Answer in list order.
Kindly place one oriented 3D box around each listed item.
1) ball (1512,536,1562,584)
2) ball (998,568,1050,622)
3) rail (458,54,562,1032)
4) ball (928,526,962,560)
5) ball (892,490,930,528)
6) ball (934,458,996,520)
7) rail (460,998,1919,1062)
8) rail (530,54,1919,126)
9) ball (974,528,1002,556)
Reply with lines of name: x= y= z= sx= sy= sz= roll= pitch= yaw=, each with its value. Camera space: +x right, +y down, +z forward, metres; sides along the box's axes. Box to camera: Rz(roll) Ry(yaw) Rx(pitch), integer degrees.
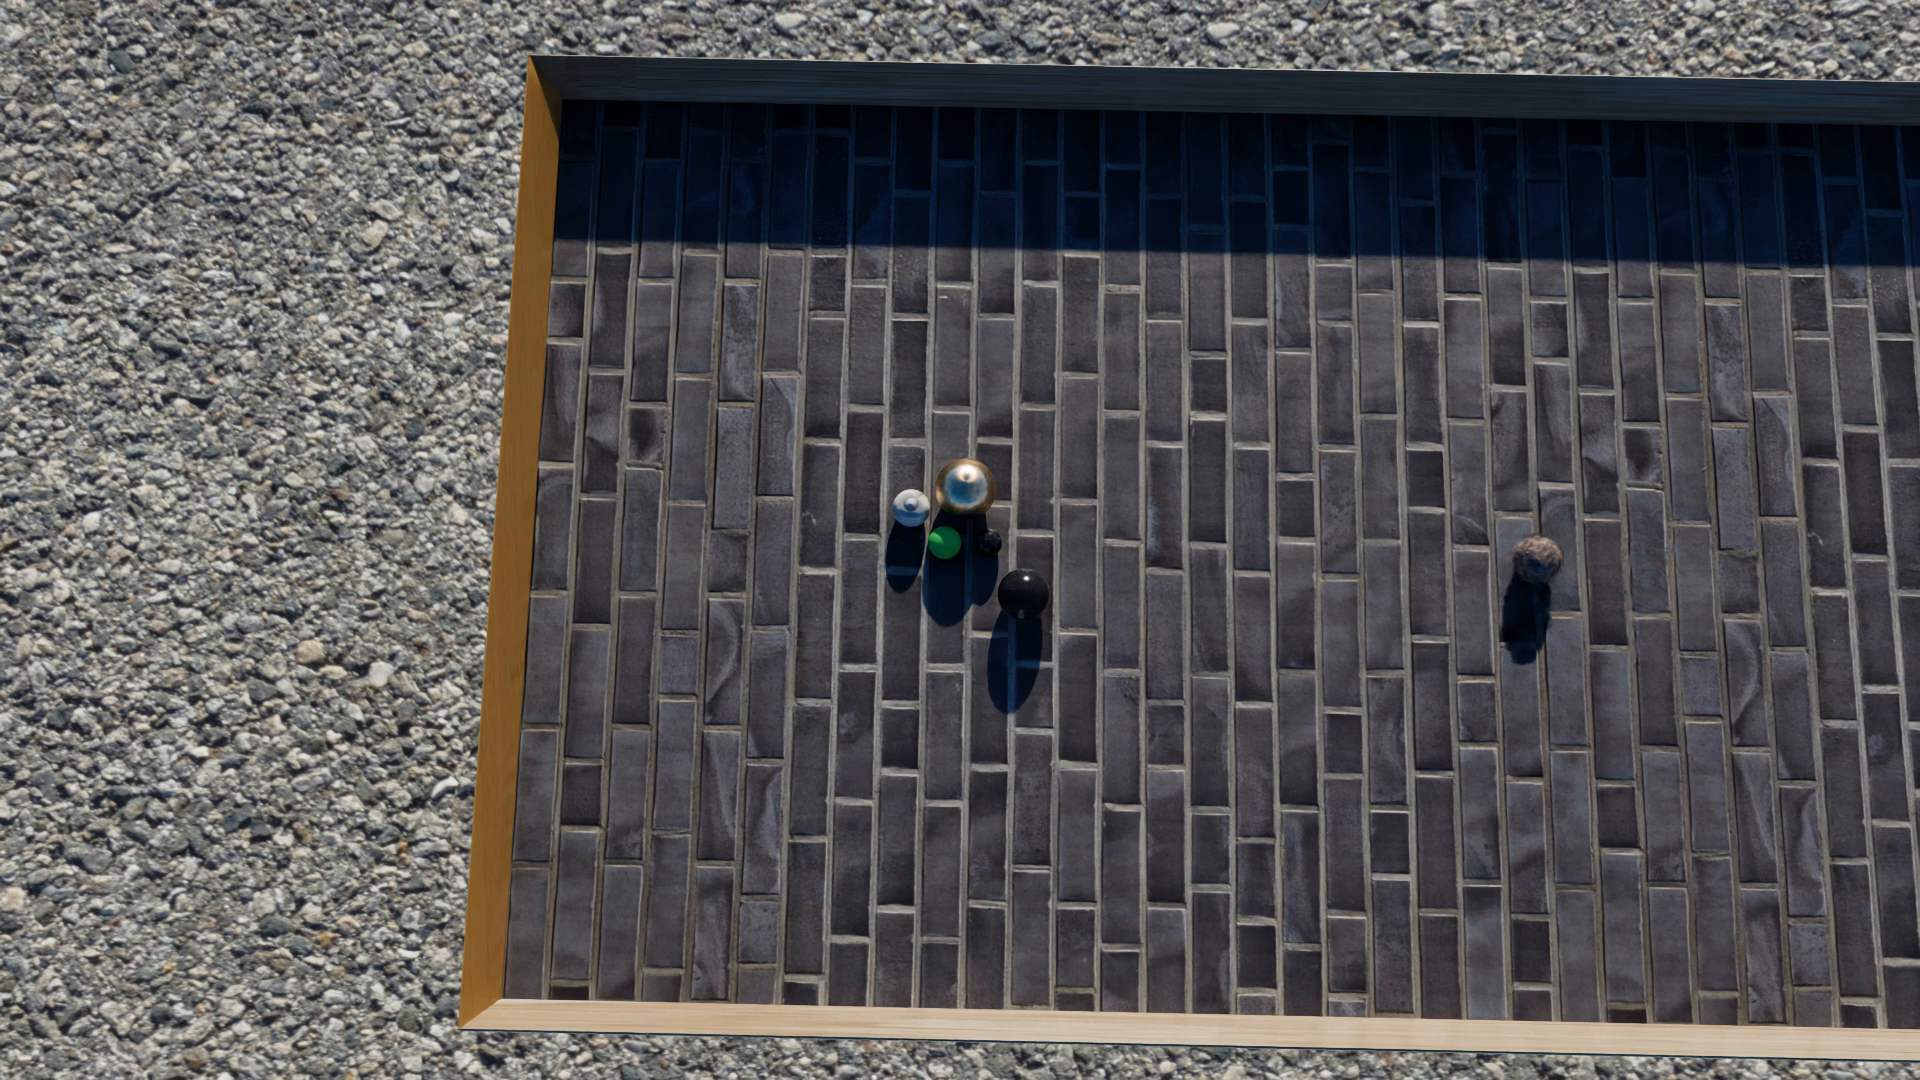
ball: x=0.871 y=0.030 z=3.315 sx=0.072 sy=0.072 sz=0.072 roll=0 pitch=77 yaw=0
ball: x=0.096 y=0.082 z=3.299 sx=0.080 sy=0.080 sz=0.080 roll=0 pitch=77 yaw=0
rail: x=-0.663 y=-0.020 z=3.301 sx=0.045 sy=0.121 sz=1.480 roll=1 pitch=77 yaw=0
ball: x=-0.023 y=0.004 z=3.332 sx=0.051 sy=0.051 sz=0.051 roll=0 pitch=77 yaw=0
ball: x=-0.074 y=-0.048 z=3.341 sx=0.058 sy=0.058 sz=0.058 roll=0 pitch=77 yaw=0
ball: x=0.009 y=-0.078 z=3.330 sx=0.093 sy=0.093 sz=0.093 roll=0 pitch=77 yaw=0
rail: x=0.671 y=0.704 z=3.129 sx=2.746 sy=0.121 sz=0.045 roll=1 pitch=77 yaw=0
rail: x=0.702 y=-0.689 z=3.460 sx=2.746 sy=0.121 sz=0.045 roll=1 pitch=77 yaw=0
ball: x=0.043 y=0.004 z=3.337 sx=0.044 sy=0.044 sz=0.044 roll=0 pitch=77 yaw=0
